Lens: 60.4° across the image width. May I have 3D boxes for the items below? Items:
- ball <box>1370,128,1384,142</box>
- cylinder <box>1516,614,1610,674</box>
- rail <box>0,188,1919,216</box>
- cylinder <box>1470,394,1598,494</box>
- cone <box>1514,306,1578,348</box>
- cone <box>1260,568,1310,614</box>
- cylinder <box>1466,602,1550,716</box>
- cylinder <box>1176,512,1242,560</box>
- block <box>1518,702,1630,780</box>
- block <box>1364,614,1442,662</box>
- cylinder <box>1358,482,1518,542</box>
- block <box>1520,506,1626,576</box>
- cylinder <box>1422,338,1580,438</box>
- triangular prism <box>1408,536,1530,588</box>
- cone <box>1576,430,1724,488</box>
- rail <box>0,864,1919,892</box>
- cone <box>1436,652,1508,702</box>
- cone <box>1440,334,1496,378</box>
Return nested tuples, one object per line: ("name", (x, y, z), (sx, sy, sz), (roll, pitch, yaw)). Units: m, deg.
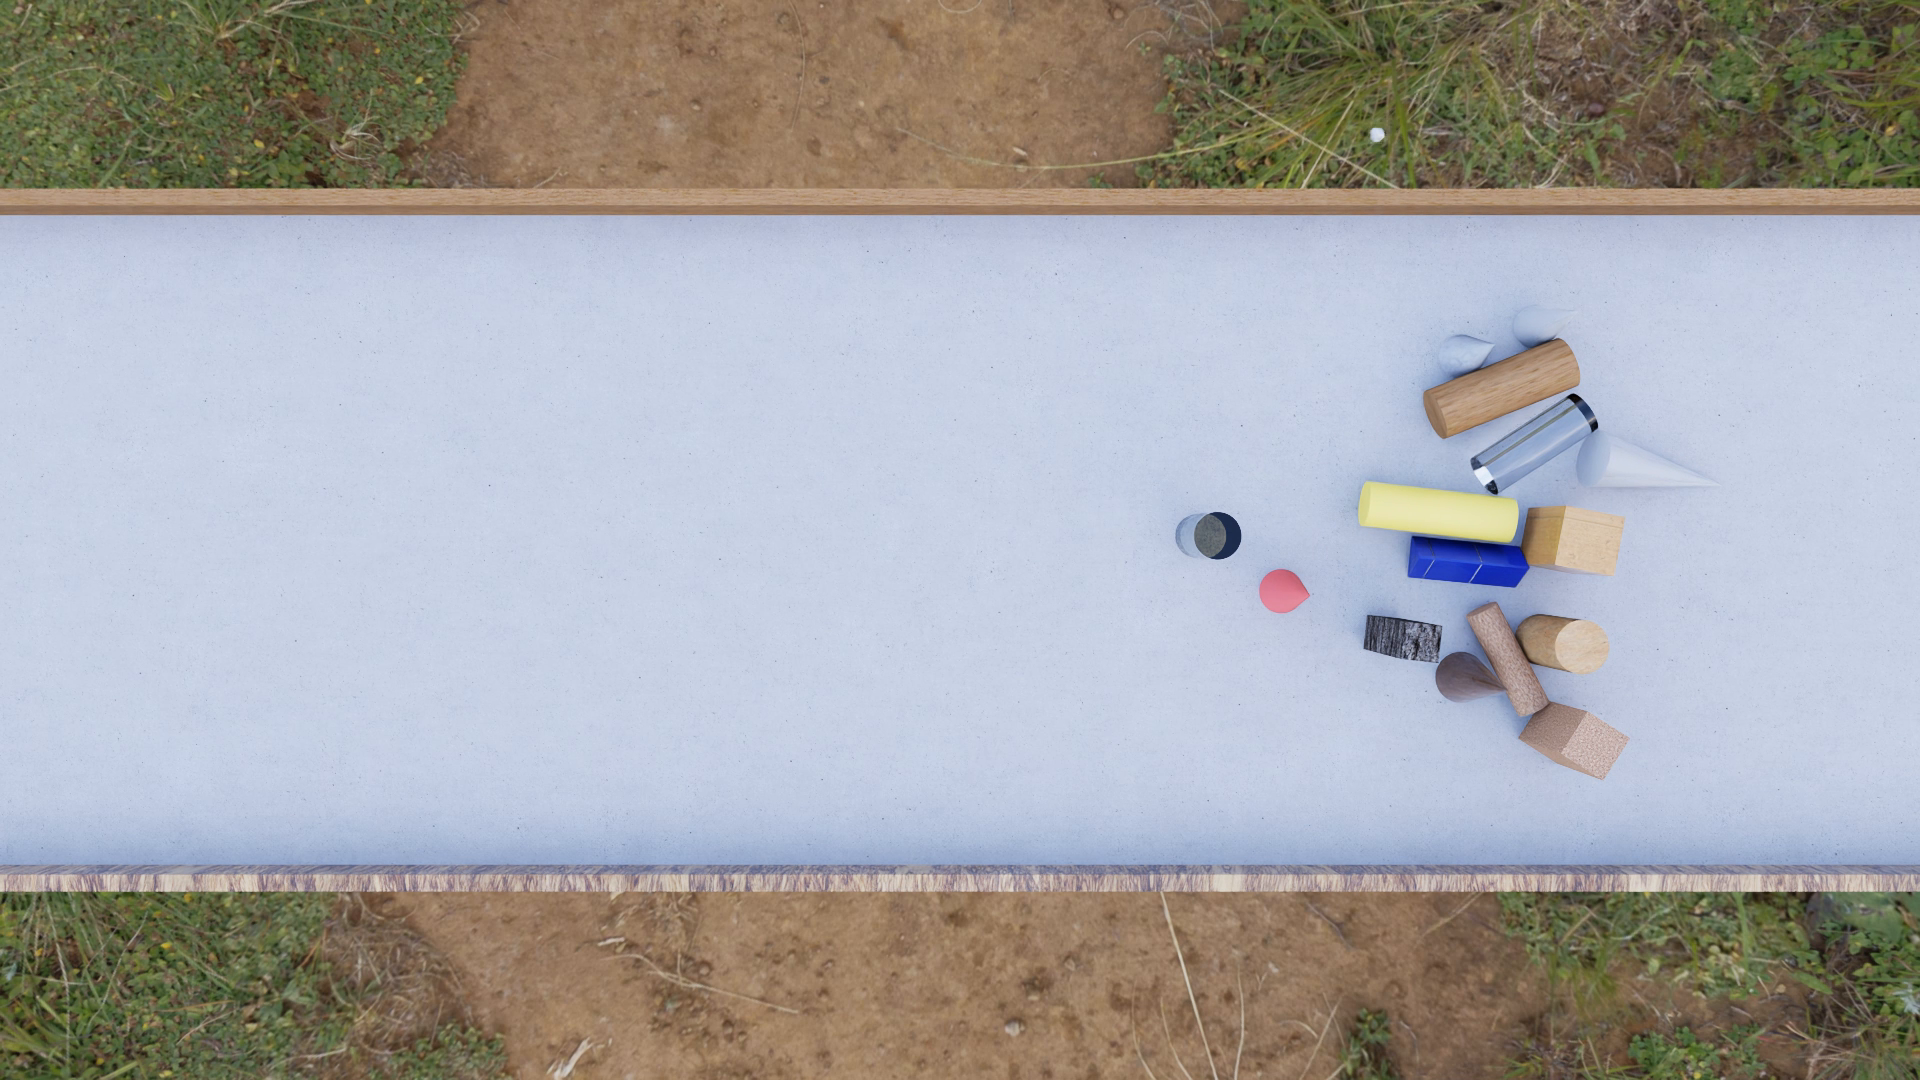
("ball", (6.308, -6.128, 24.934), (0.215, 0.215, 0.215), (0, 90, 0))
("cylinder", (1.786, 0.307, 4.907), (0.157, 0.338, 0.157), (0, 90, 0))
("rail", (-2.247, -1.025, 5.002), (12.000, 0.150, 0.050), (0, 90, 0))
("cylinder", (1.743, -0.291, 5.009), (0.359, 0.135, 0.135), (-33, 90, 0))
("cone", (1.771, -0.655, 4.897), (0.134, 0.360, 0.134), (0, 90, 0))
("cone", (0.989, 0.158, 4.866), (0.137, 0.421, 0.137), (0, 90, 0))
("cylinder", (1.668, 0.362, 5.026), (0.102, 0.102, 0.342), (-28, 90, 0))
("cylinder", (0.730, -0.012, 4.874), (0.136, 0.405, 0.136), (0, 90, 0))
("block", (1.816, 0.589, 4.895), (0.144, 0.363, 0.144), (33, 90, 0))
("block", (1.300, 0.288, 4.858), (0.106, 0.437, 0.106), (6, 90, 0))
("cylinder", (1.450, -0.085, 5.008), (0.446, 0.137, 0.137), (7, 90, 0))
("block", (1.819, 0.003, 4.919), (0.174, 0.315, 0.174), (11, 90, 0))
("cylinder", (1.639, -0.459, 4.997), (0.430, 0.158, 0.158), (-22, 90, 0))
("triangular prism", (1.549, 0.068, 5.019), (0.333, 0.108, 0.125), (6, 90, 0))
("cone", (2.135, -0.206, 5.033), (0.454, 0.175, 0.175), (10, 90, -11))
("rail", (-2.247, 1.025, 5.001), (12.000, 0.150, 0.050), (0, 90, 0))
("cone", (1.542, 0.423, 4.855), (0.158, 0.443, 0.158), (0, 90, 0))
("cone", (1.543, -0.564, 4.914), (0.137, 0.324, 0.137), (0, 90, 0))
